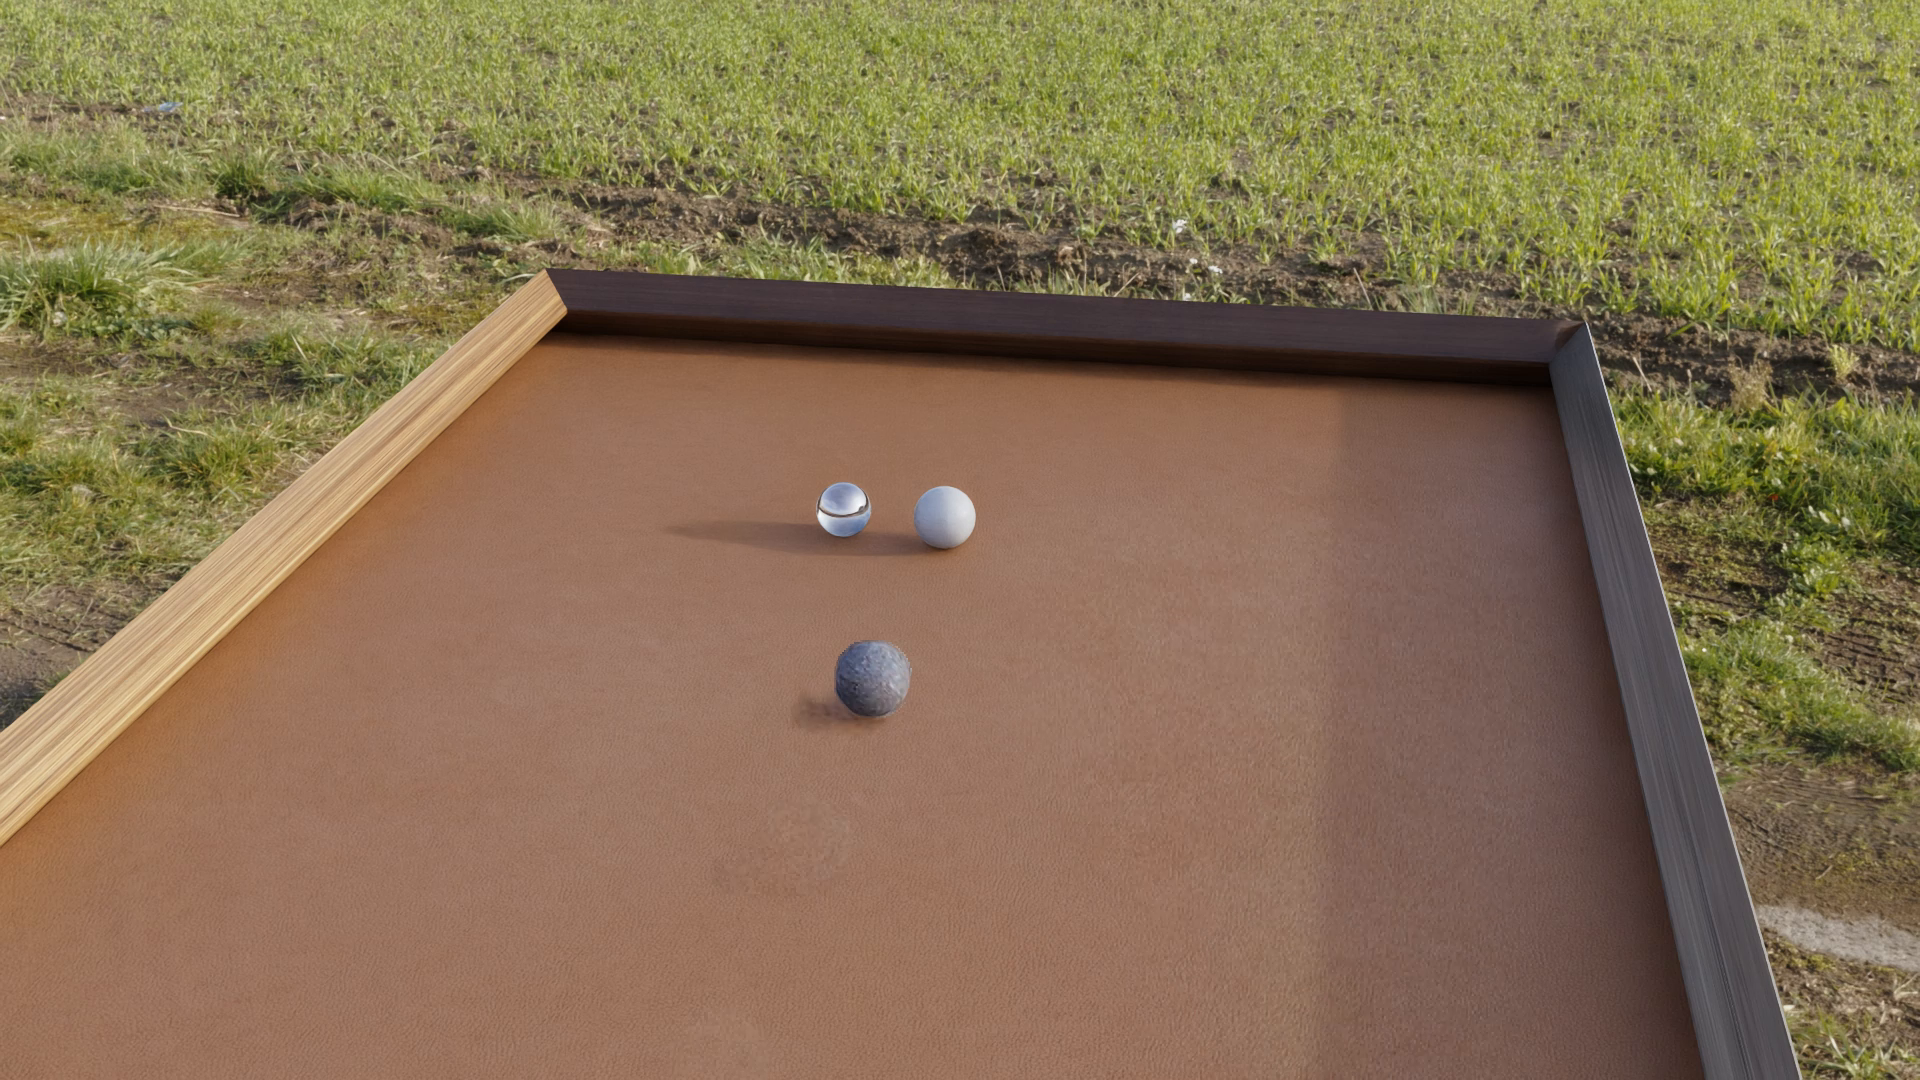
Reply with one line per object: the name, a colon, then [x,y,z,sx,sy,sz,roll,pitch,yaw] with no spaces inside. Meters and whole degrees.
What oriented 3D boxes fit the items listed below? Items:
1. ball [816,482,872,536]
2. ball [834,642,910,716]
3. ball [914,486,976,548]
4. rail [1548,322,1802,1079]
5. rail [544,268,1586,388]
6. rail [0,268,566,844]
ball: [-0.124,-0.033,2.346,0.059,0.059,0.059,0,24,0]
ball: [-0.079,0.125,1.981,0.068,0.068,0.068,0,24,0]
ball: [-0.016,-0.024,2.317,0.066,0.066,0.066,0,24,0]
rail: [0.535,0.298,1.565,0.045,0.088,2.650,4,24,9]
rail: [0.107,-0.269,2.838,1.359,0.088,0.045,4,24,9]
rail: [-0.758,0.208,1.767,0.045,0.088,2.650,4,24,9]
